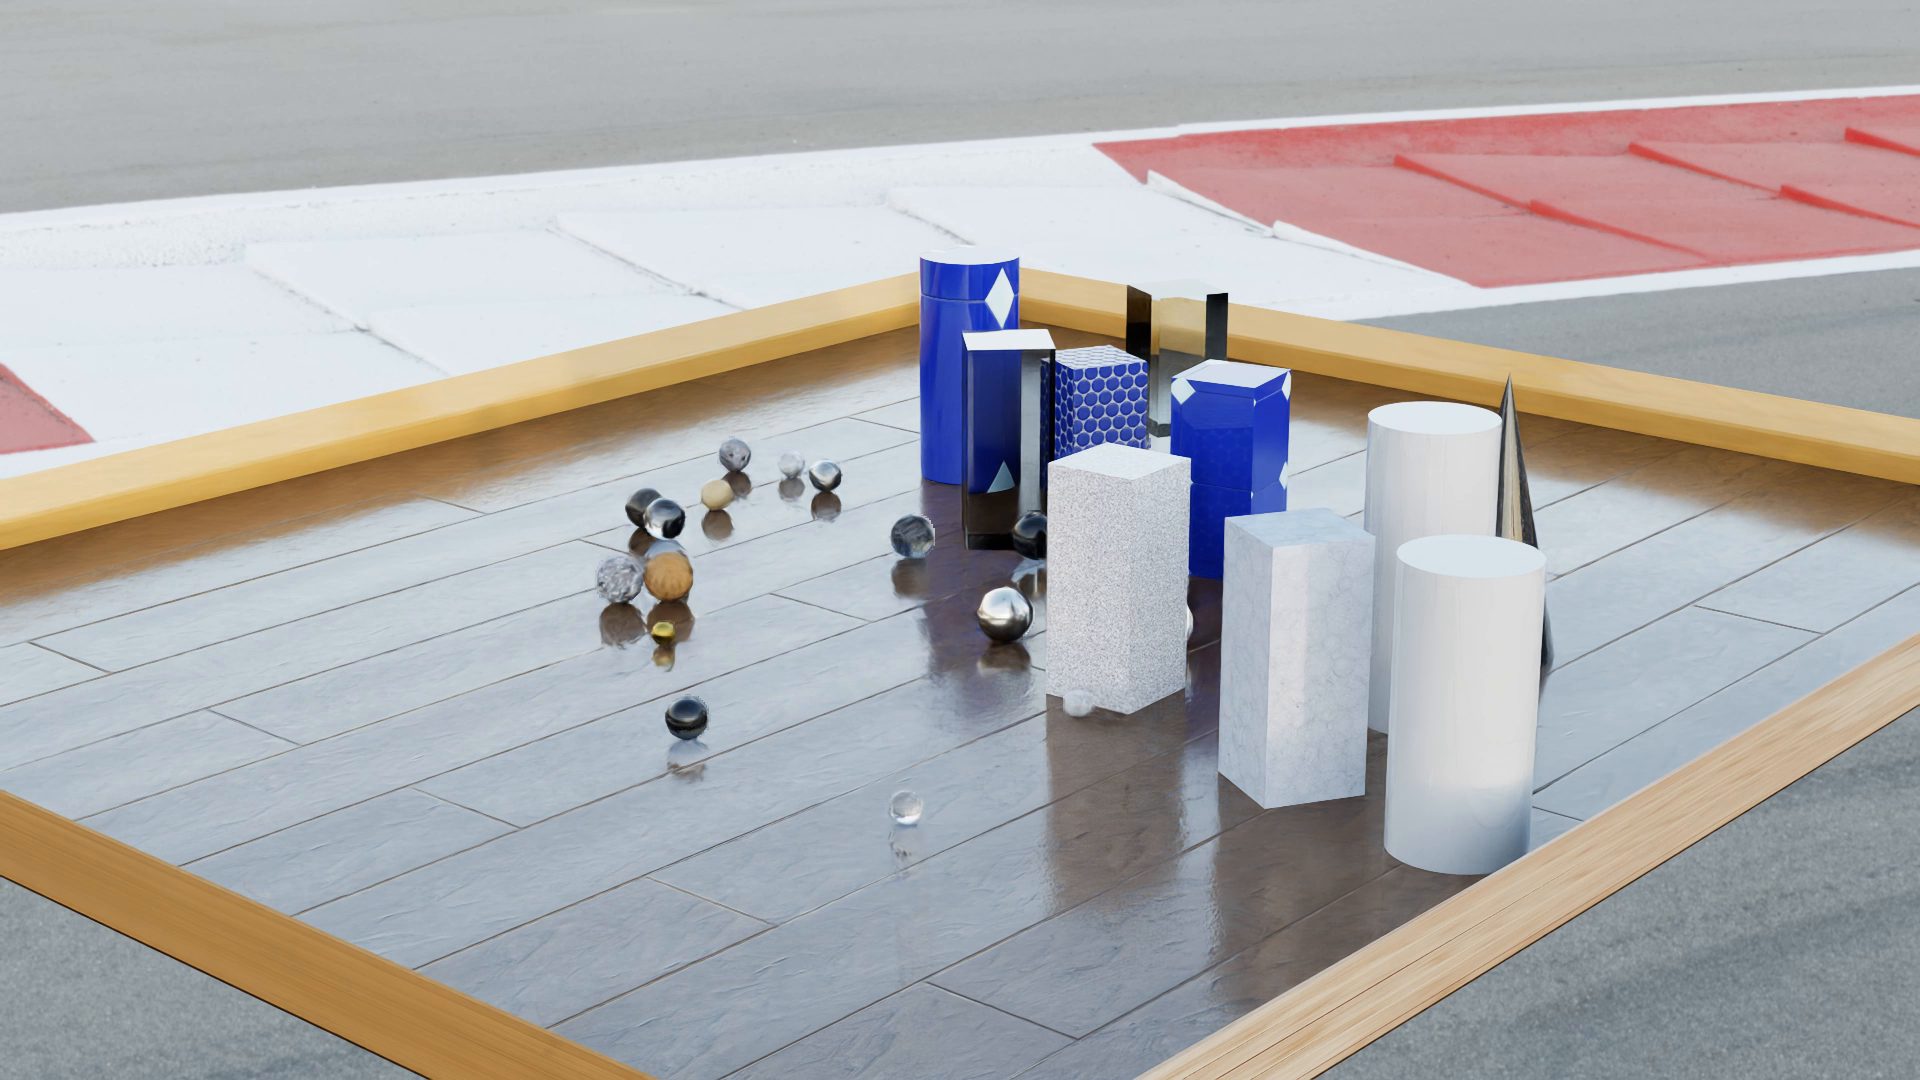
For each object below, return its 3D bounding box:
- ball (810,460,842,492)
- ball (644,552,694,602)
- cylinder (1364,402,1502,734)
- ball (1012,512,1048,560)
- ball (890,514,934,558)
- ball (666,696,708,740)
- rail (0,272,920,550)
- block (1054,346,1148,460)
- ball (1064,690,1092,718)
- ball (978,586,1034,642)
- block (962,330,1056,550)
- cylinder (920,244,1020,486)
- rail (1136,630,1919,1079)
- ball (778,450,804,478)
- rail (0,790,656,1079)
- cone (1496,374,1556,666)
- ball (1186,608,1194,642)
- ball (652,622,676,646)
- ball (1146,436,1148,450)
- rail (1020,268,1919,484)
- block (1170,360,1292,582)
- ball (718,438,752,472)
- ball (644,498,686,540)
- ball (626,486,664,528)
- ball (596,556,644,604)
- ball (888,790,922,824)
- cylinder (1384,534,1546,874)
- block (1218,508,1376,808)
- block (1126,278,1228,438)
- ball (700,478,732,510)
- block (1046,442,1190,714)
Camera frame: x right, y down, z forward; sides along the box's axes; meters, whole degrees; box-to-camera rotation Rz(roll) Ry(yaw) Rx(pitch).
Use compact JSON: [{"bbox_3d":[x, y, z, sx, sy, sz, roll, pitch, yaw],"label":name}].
[{"bbox_3d":[-0.264,-0.127,5.762,0.065,0.065,0.065,0,17,0],"label":"ball"},{"bbox_3d":[-0.506,0.064,5.092,0.087,0.087,0.087,0,17,0],"label":"ball"},{"bbox_3d":[0.714,0.045,4.477,0.199,0.478,0.199,0,17,0],"label":"cylinder"},{"bbox_3d":[0.137,-0.007,5.331,0.085,0.085,0.085,0,17,0],"label":"ball"},{"bbox_3d":[-0.088,-0.006,5.338,0.079,0.079,0.079,0,17,0],"label":"ball"},{"bbox_3d":[-0.414,0.270,4.444,0.065,0.065,0.065,0,17,0],"label":"ball"},{"bbox_3d":[-1.121,-0.248,6.052,0.045,0.129,3.571,14,22,39],"label":"rail"},{"bbox_3d":[0.259,-0.233,5.775,0.159,0.261,0.159,-8,18,-24],"label":"block"},{"bbox_3d":[0.184,0.253,4.539,0.043,0.043,0.043,0,17,0],"label":"ball"},{"bbox_3d":[0.076,0.124,4.883,0.092,0.092,0.092,0,17,0],"label":"ball"},{"bbox_3d":[0.088,-0.186,5.418,0.159,0.377,0.159,-1,17,-4],"label":"block"},{"bbox_3d":[0.019,-0.349,5.842,0.199,0.446,0.199,0,17,0],"label":"cylinder"},{"bbox_3d":[1.121,0.313,4.188,0.045,0.129,3.571,14,22,39],"label":"rail"},{"bbox_3d":[-0.338,-0.153,5.869,0.054,0.054,0.054,0,17,0],"label":"ball"},{"bbox_3d":[-1.155,0.416,3.846,3.016,0.129,0.045,14,22,39],"label":"rail"},{"bbox_3d":[0.883,-0.044,4.778,0.199,0.474,0.199,0,17,0],"label":"cone"},{"bbox_3d":[0.335,0.136,4.830,0.099,0.099,0.099,0,17,0],"label":"ball"},{"bbox_3d":[-0.492,0.156,4.869,0.040,0.040,0.040,0,17,0],"label":"ball"},{"bbox_3d":[0.344,-0.195,5.966,0.080,0.080,0.080,0,17,0],"label":"ball"},{"bbox_3d":[1.155,-0.351,6.394,3.016,0.129,0.045,14,22,39],"label":"rail"},{"bbox_3d":[0.481,-0.123,5.240,0.159,0.359,0.159,9,19,28],"label":"block"},{"bbox_3d":[-0.454,-0.171,5.909,0.066,0.066,0.066,0,17,0],"label":"ball"},{"bbox_3d":[-0.548,-0.040,5.449,0.079,0.079,0.079,0,17,0],"label":"ball"},{"bbox_3d":[-0.590,-0.061,5.521,0.078,0.078,0.078,0,17,0],"label":"ball"},{"bbox_3d":[-0.590,0.070,5.083,0.081,0.081,0.081,0,17,0],"label":"ball"},{"bbox_3d":[-0.077,0.375,4.125,0.048,0.048,0.048,0,17,0],"label":"ball"},{"bbox_3d":[0.685,0.222,3.990,0.199,0.420,0.199,0,17,0],"label":"cylinder"},{"bbox_3d":[0.482,0.168,4.223,0.159,0.389,0.159,-6,18,-19],"label":"block"},{"bbox_3d":[0.458,-0.388,6.225,0.159,0.299,0.159,-7,18,-22],"label":"block"},{"bbox_3d":[-0.468,-0.087,5.637,0.063,0.063,0.063,0,17,0],"label":"ball"},{"bbox_3d":[0.248,0.058,4.607,0.159,0.378,0.159,13,21,36],"label":"block"}]
